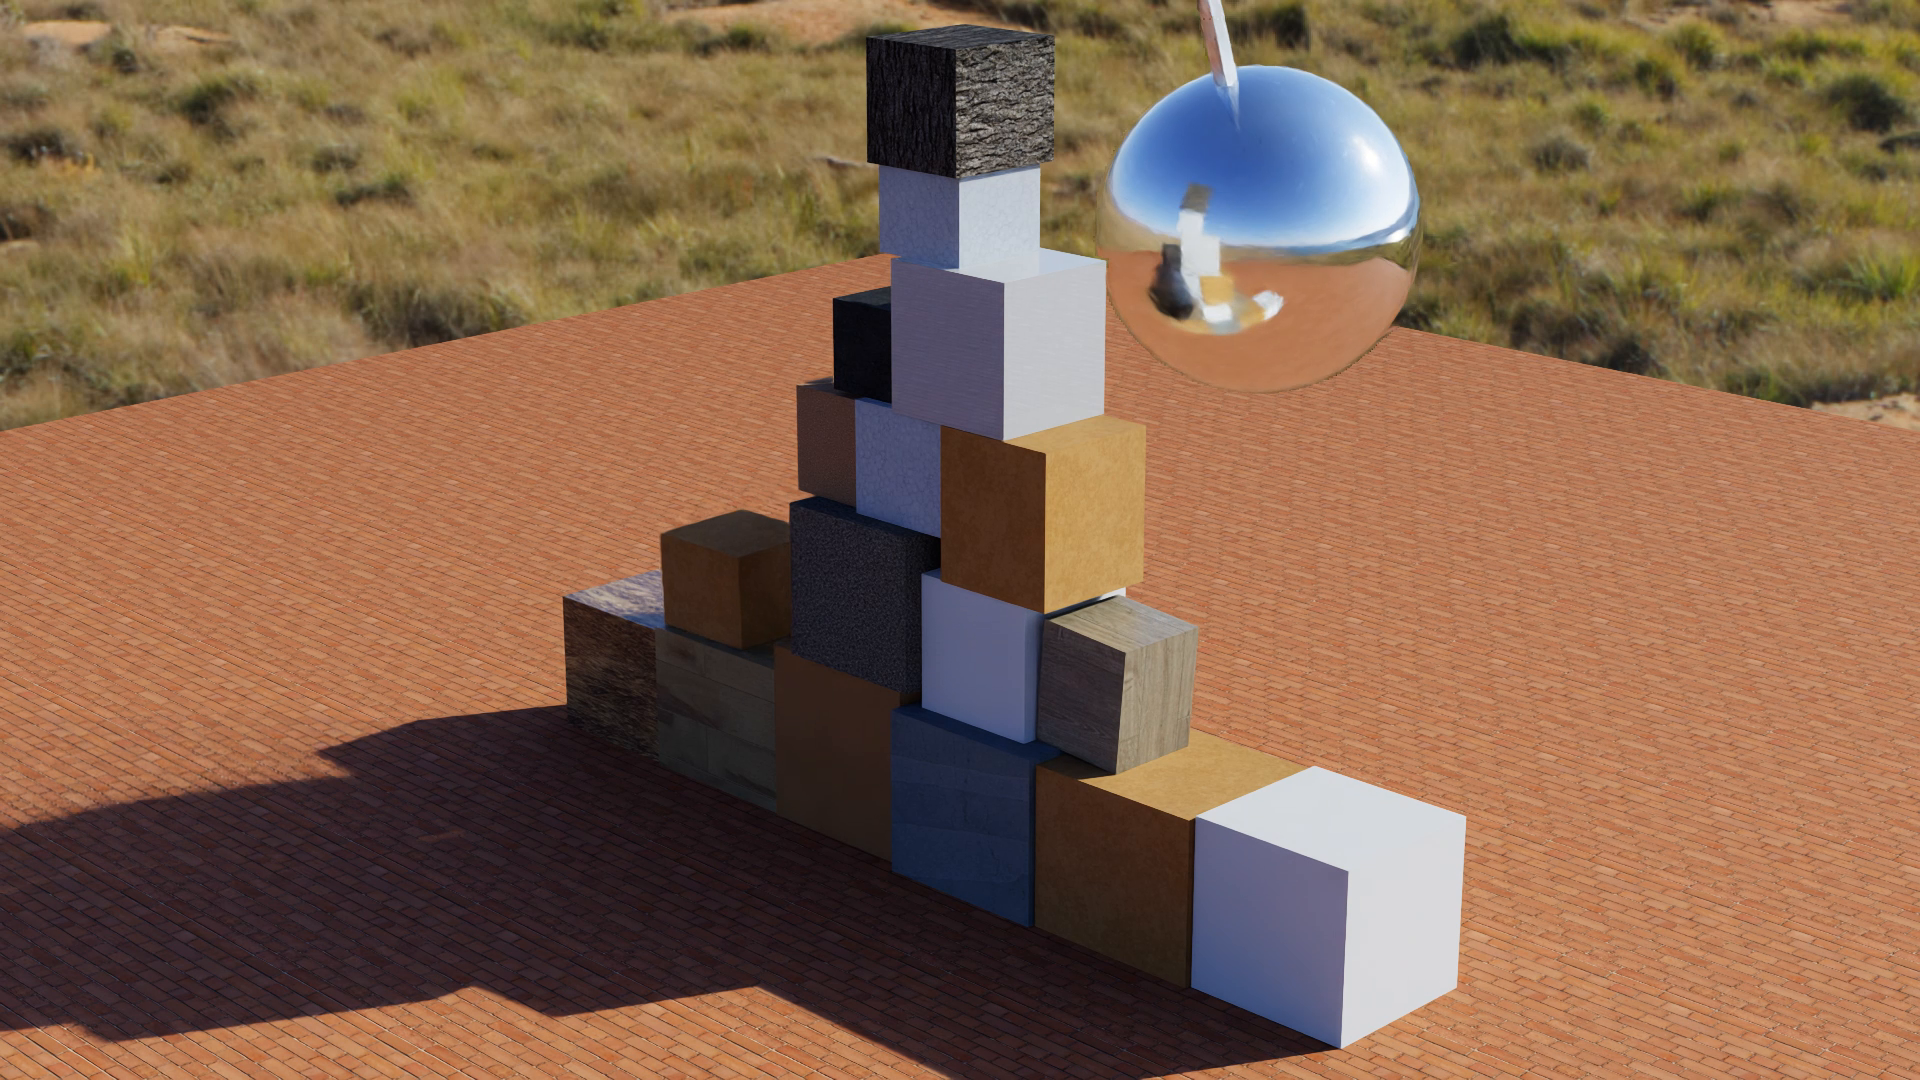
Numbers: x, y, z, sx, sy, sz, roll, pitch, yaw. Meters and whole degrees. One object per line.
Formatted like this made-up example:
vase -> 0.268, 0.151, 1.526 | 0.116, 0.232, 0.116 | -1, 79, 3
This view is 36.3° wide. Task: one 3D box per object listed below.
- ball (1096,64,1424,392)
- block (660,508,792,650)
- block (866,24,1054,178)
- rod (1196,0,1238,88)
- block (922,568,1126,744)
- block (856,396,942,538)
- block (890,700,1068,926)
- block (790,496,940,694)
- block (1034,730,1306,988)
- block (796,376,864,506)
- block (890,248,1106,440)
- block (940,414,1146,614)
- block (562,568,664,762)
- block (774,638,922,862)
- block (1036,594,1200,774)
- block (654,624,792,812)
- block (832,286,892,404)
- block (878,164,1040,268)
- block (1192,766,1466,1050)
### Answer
ball -> 1.467, -1.525, 14.400 | 1.600, 1.600, 1.600 | 0, 17, 0
block -> -1.075, 0.188, 14.475 | 0.584, 0.473, 0.536 | 16, 24, 43
block -> 0.003, -1.915, 12.743 | 0.605, 0.545, 0.549 | -17, 24, -42
rod -> 0.636, -4.319, 12.651 | 0.080, 5.200, 0.080 | 17, 44, 42
block -> 0.285, 0.453, 13.206 | 0.652, 0.639, 0.641 | -17, 24, -42
block -> -0.076, -0.375, 13.275 | 0.543, 0.535, 0.578 | -17, 24, -42
block -> 0.309, 1.143, 13.392 | 0.896, 0.789, 0.868 | -17, 24, -42
block -> -0.241, 0.181, 13.630 | 0.775, 0.740, 0.769 | -17, 24, -42
block -> 0.921, 1.346, 12.791 | 0.801, 0.763, 0.874 | -17, 24, -42
block -> -0.422, -0.481, 13.660 | 0.494, 0.507, 0.455 | -17, 24, -42
block -> 0.167, -0.892, 12.880 | 0.636, 0.689, 0.691 | -17, 24, -42
block -> 0.364, -0.158, 12.893 | 0.636, 0.715, 0.632 | -17, 24, -42
block -> -1.543, 0.637, 15.140 | 0.656, 0.707, 0.760 | -17, 24, -42
block -> -0.313, 0.920, 13.966 | 0.748, 0.871, 0.861 | -17, 24, -42
block -> 0.686, 0.625, 12.805 | 0.476, 0.569, 0.475 | -17, 29, -42
block -> -0.934, 0.794, 14.590 | 0.747, 0.736, 0.891 | -17, 24, -42
block -> -0.250, -0.891, 13.319 | 0.452, 0.423, 0.471 | -17, 24, -42
block -> -0.002, -1.463, 12.880 | 0.501, 0.400, 0.498 | -17, 24, -42
block -> 1.533, 1.513, 12.233 | 0.787, 0.778, 0.794 | -17, 24, -42
